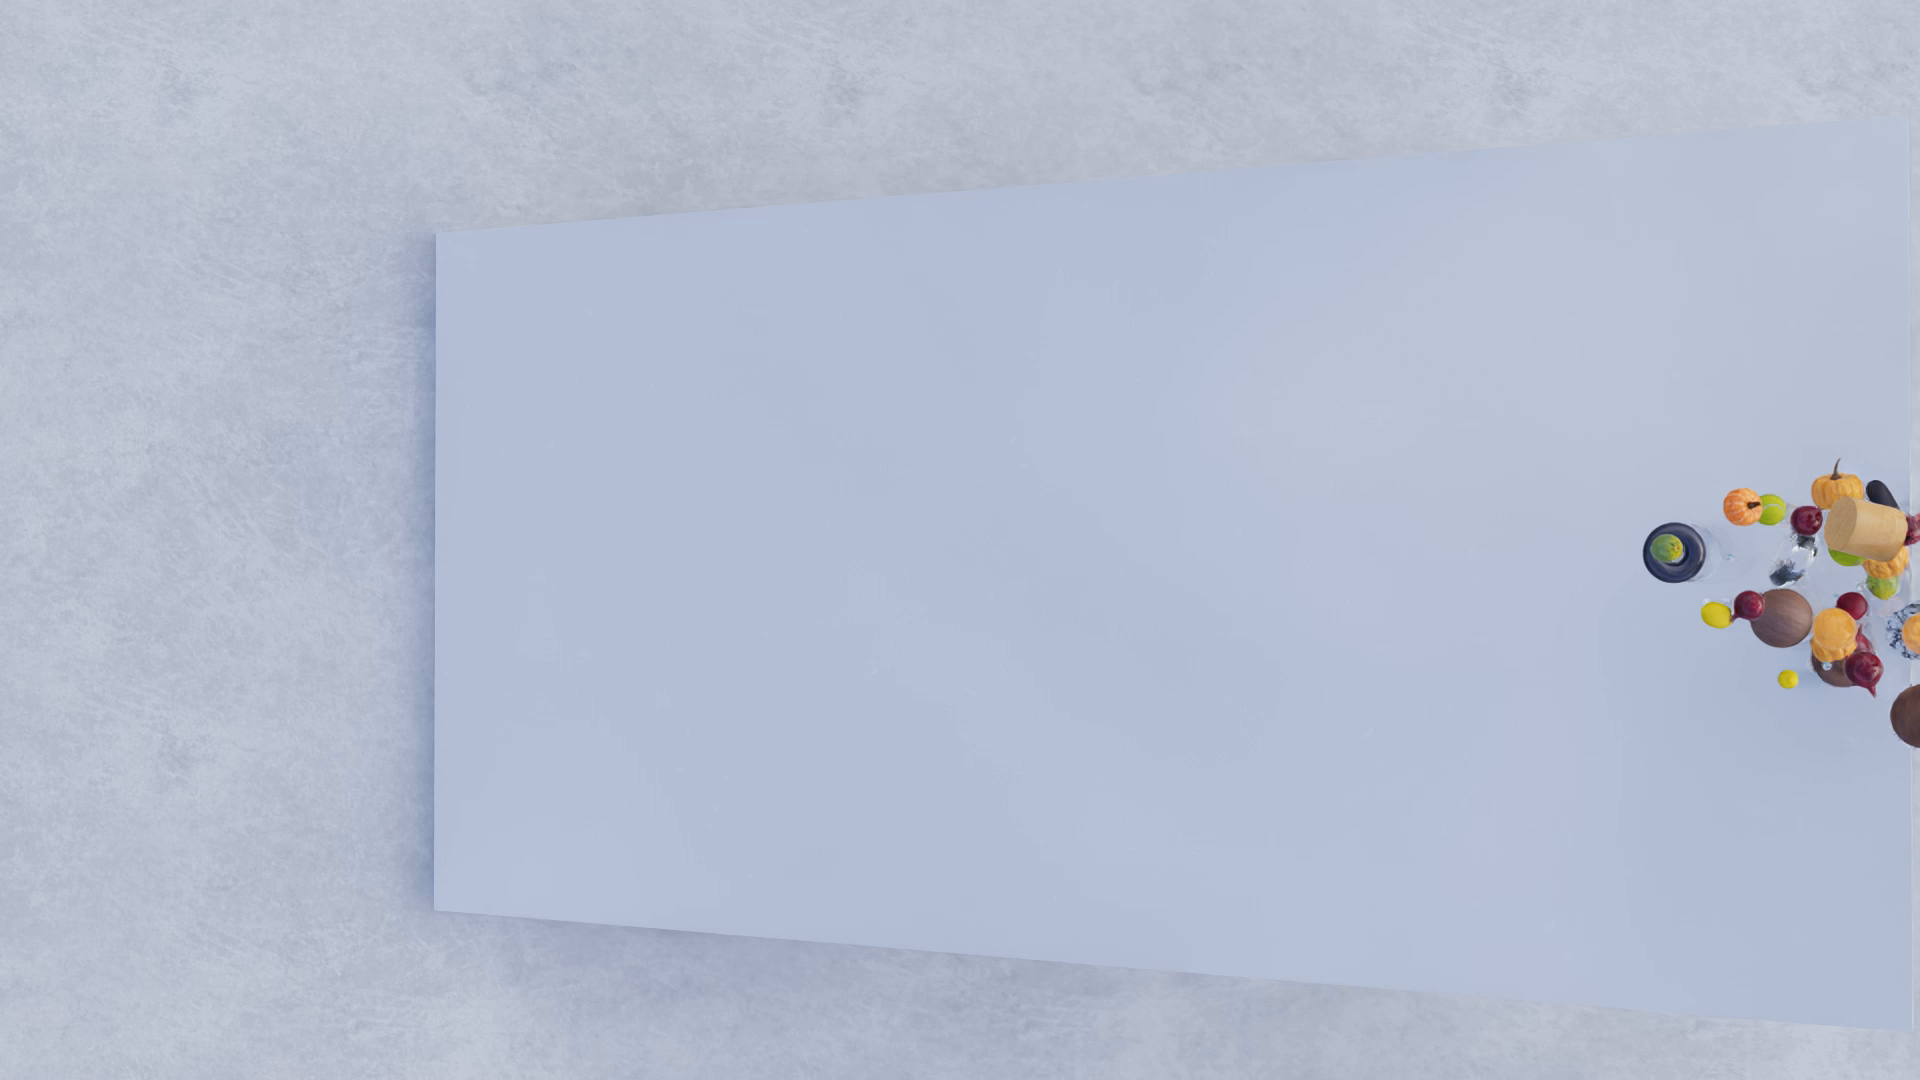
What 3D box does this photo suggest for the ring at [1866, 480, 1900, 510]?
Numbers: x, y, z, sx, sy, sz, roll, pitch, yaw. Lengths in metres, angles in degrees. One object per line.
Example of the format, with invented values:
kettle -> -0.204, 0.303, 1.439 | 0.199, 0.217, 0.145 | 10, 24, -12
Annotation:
ring -> 1.739, -0.067, 4.136 | 0.033, 0.100, 0.100 | -31, 89, 26

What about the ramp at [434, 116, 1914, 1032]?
ramp -> 0.282, 0.082, 5.689 | 4.000, 0.100, 2.000 | 0, 89, 25

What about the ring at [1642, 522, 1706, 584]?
ring -> 1.572, 0.028, 4.841 | 0.136, 0.045, 0.136 | 1, 96, 5

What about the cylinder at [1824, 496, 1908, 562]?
cylinder -> 1.555, -0.018, 3.777 | 0.095, 0.095, 0.095 | 13, 89, -9

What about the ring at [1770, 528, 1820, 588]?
ring -> 1.688, 0.036, 4.452 | 0.045, 0.134, 0.134 | 30, 89, 2
